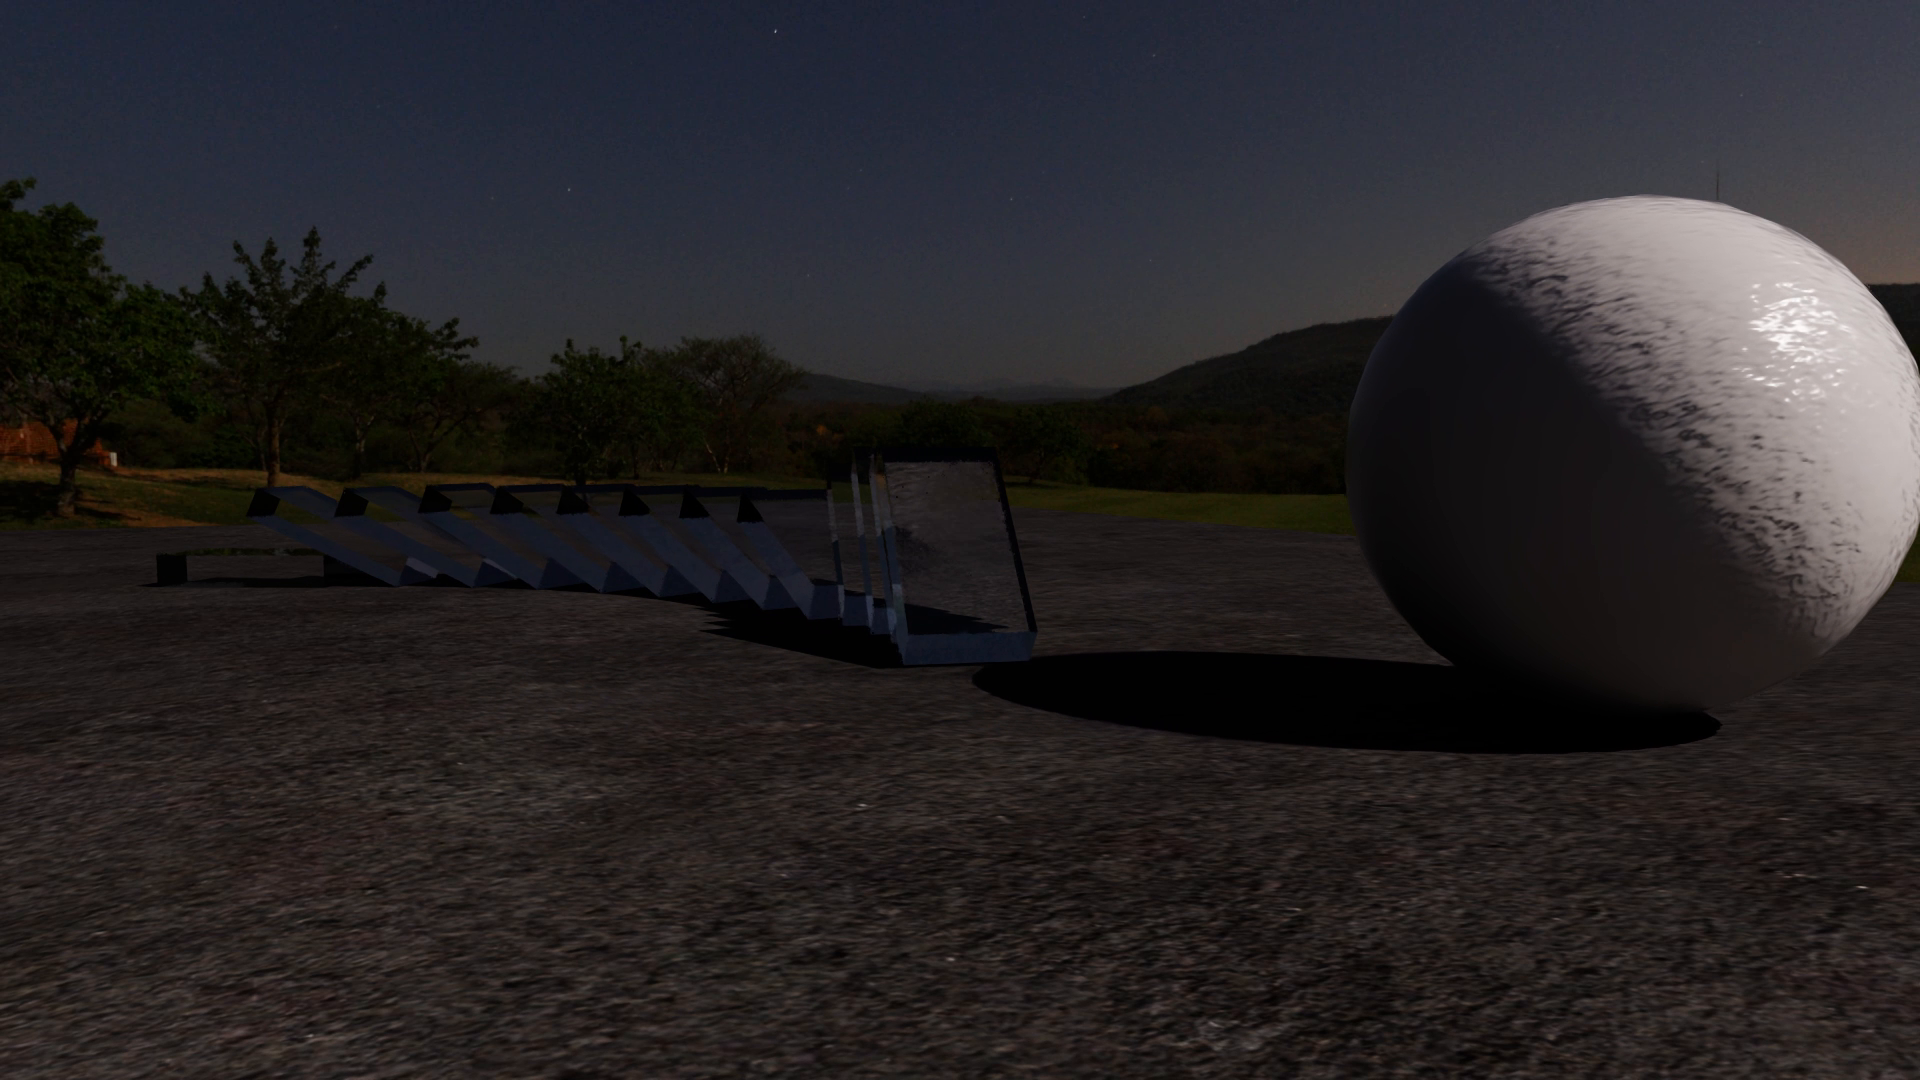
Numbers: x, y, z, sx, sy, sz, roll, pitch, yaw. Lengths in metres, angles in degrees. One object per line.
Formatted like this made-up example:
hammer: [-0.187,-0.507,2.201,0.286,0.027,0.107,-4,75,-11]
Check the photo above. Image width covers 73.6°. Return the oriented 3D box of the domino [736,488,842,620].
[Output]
domino: [-0.037,0.003,0.333,0.025,0.010,0.050,-3,30,-31]

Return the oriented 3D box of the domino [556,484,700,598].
domino: [-0.093,-0.001,0.377,0.050,0.009,0.025,33,22,30]

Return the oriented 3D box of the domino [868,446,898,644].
domino: [-0.005,0.000,0.289,0.025,0.009,0.050,-1,49,-11]

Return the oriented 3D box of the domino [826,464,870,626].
domino: [-0.018,0.000,0.317,0.025,0.010,0.050,0,41,-11]

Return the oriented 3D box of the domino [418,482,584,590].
domino: [-0.137,-0.002,0.392,0.050,0.009,0.025,29,14,19]

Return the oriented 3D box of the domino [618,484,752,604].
domino: [-0.072,0.000,0.365,0.025,0.009,0.050,-5,32,-47]

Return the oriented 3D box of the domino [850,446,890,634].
domino: [-0.011,-0.001,0.302,0.025,0.009,0.050,-1,49,-12]

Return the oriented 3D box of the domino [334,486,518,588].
domino: [-0.162,-0.002,0.395,0.050,0.009,0.025,25,9,9]

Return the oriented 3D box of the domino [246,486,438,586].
domino: [-0.187,-0.002,0.394,0.050,0.009,0.025,25,5,1]

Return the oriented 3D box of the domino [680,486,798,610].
domino: [-0.054,0.001,0.350,0.025,0.009,0.050,-3,31,-39]

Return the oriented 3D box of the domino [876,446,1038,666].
domino: [-0.002,0.002,0.262,0.025,0.009,0.050,-1,49,-12]

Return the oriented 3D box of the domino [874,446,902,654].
domino: [-0.003,0.001,0.276,0.025,0.009,0.050,-1,49,-12]

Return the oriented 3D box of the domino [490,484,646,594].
domino: [-0.114,-0.001,0.386,0.050,0.009,0.025,30,18,24]

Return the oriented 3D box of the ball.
ball: [0.102,-0.012,0.200,0.080,0.080,0.080,0,4,0]

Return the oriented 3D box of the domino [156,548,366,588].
domino: [-0.213,0.008,0.392,0.050,0.009,0.025,0,4,1]
